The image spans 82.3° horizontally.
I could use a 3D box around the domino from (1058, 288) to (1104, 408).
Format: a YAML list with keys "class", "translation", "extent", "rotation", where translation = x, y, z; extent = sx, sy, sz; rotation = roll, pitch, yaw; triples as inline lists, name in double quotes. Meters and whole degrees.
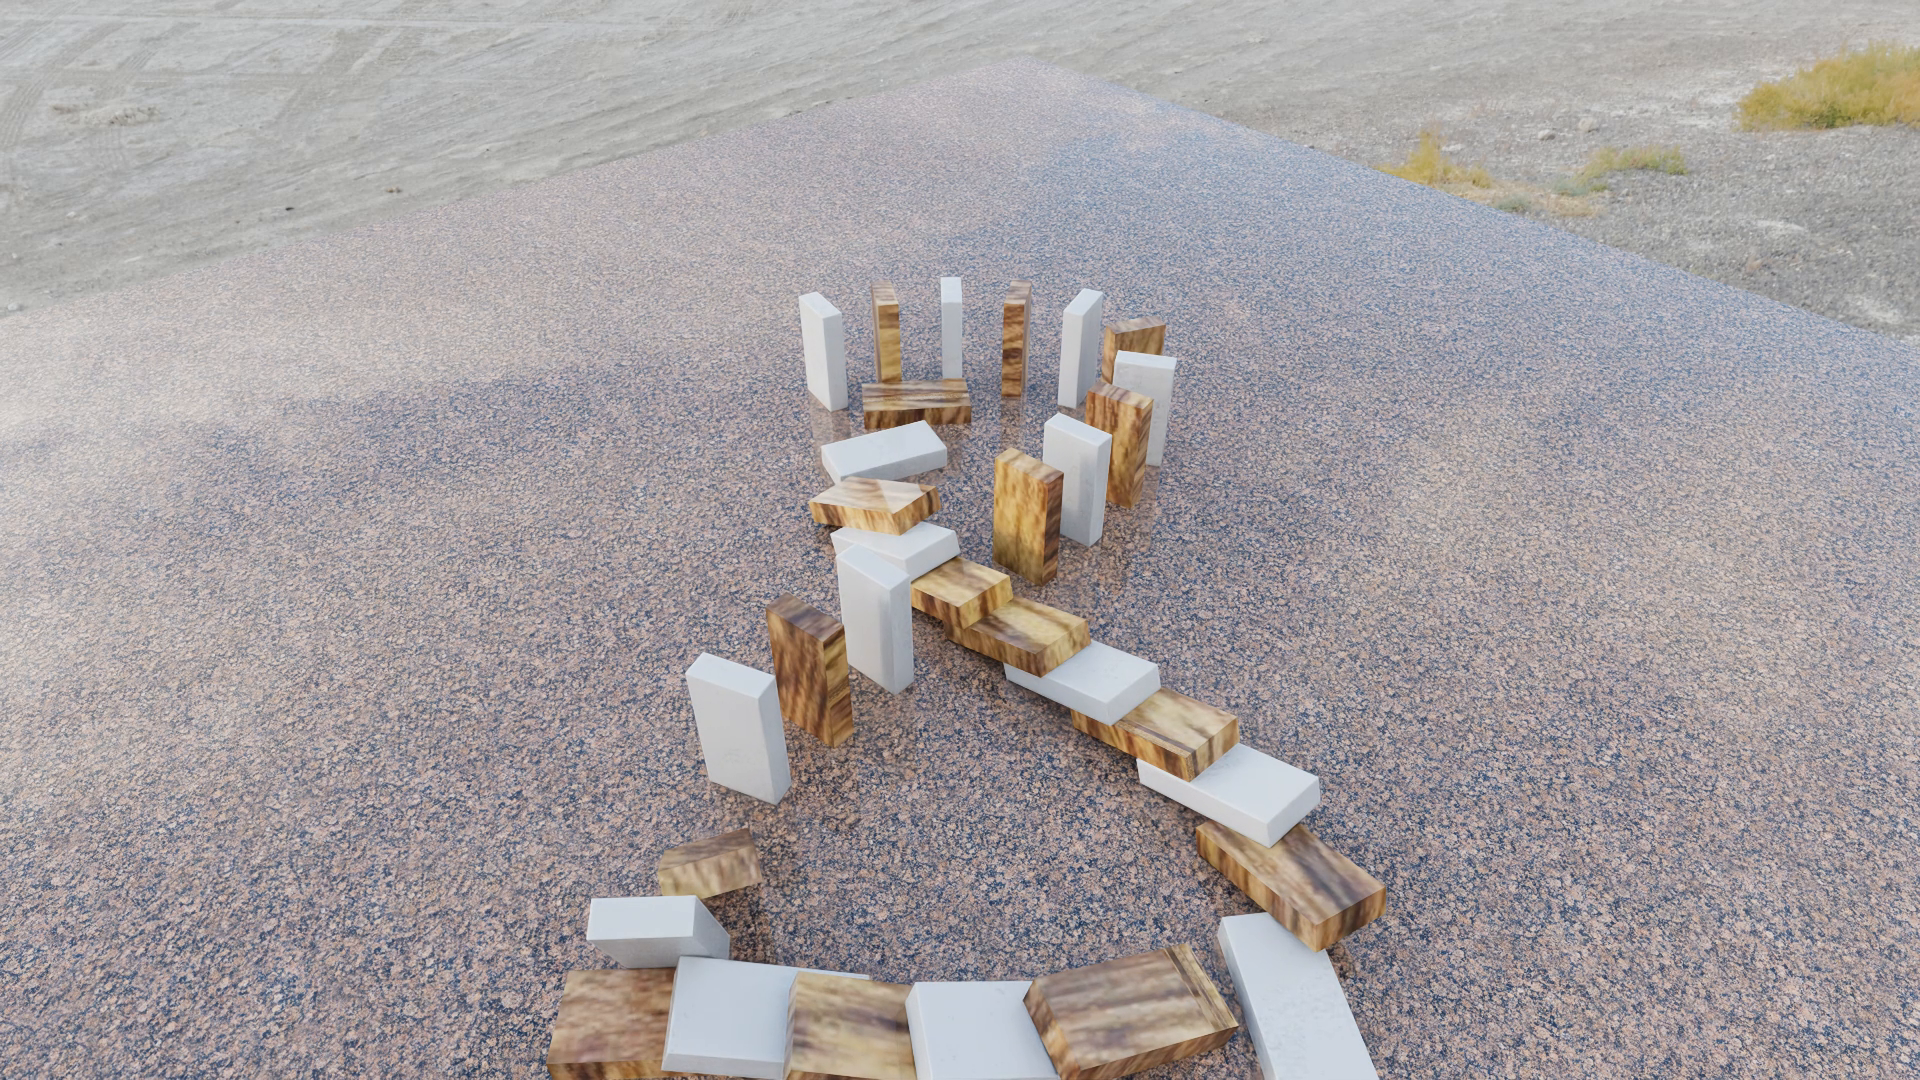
- class: "domino"
  translation: [0.057, -0.091, 0.522]
  extent: [0.010, 0.050, 0.025]
  rotation: [18, 43, 20]

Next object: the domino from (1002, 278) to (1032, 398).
- class: "domino"
  translation: [0.027, -0.097, 0.530]
  extent: [0.010, 0.050, 0.025]
  rotation: [7, 40, 9]

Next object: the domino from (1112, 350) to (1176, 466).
- class: "domino"
  translation: [0.079, -0.057, 0.481]
  extent: [0.025, 0.050, 0.010]
  rotation: [10, 40, 12]

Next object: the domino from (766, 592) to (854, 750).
- class: "domino"
  translation: [-0.049, 0.043, 0.359]
  extent: [0.025, 0.050, 0.010]
  rotation: [26, 46, 29]

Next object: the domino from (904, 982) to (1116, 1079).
- class: "domino"
  translation: [0.013, 0.126, 0.278]
  extent: [0.050, 0.009, 0.025]
  rotation: [8, 36, -20]

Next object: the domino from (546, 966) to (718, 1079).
- class: "domino"
  translation: [-0.079, 0.126, 0.289]
  extent: [0.050, 0.010, 0.025]
  rotation: [-1, 39, -2]

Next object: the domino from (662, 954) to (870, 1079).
- class: "domino"
  translation: [-0.049, 0.123, 0.281]
  extent: [0.050, 0.009, 0.025]
  rotation: [12, 38, -15]

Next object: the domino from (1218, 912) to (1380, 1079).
- class: "domino"
  translation: [0.089, 0.124, 0.292]
  extent: [0.025, 0.010, 0.050]
  rotation: [-4, 40, -5]

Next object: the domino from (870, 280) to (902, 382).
- class: "domino"
  translation: [-0.035, -0.096, 0.529]
  extent: [0.009, 0.050, 0.025]
  rotation: [-7, 40, -9]

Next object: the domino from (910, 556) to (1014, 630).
- class: "domino"
  translation: [-0.007, 0.016, 0.413]
  extent: [0.025, 0.010, 0.050]
  rotation: [-30, 32, -31]

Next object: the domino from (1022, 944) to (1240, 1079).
- class: "domino"
  translation: [0.044, 0.122, 0.283]
  extent: [0.050, 0.010, 0.025]
  rotation: [0, 36, -29]

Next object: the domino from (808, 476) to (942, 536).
- class: "domino"
  translation: [-0.035, -0.014, 0.445]
  extent: [0.050, 0.010, 0.025]
  rotation: [9, 33, 41]

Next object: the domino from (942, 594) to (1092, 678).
- class: "domino"
  translation: [0.019, 0.032, 0.392]
  extent: [0.025, 0.010, 0.050]
  rotation: [-30, 29, -31]

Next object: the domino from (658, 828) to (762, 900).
- class: "domino"
  translation: [-0.070, 0.091, 0.306]
  extent: [0.025, 0.050, 0.009]
  rotation: [-12, 84, -15]

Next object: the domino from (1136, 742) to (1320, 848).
- class: "domino"
  translation: [0.082, 0.074, 0.341]
  extent: [0.025, 0.009, 0.050]
  rotation: [-29, 29, -31]

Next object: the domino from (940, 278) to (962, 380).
- class: "domino"
  translation: [-0.004, -0.098, 0.531]
  extent: [0.009, 0.050, 0.025]
  rotation: [-1, 39, -1]

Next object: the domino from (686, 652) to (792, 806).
- class: "domino"
  translation: [-0.068, 0.059, 0.340]
  extent: [0.025, 0.050, 0.010]
  rotation: [15, 42, 18]

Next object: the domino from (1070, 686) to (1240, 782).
- class: "domino"
  translation: [0.063, 0.059, 0.359]
  extent: [0.025, 0.009, 0.050]
  rotation: [-29, 29, -31]

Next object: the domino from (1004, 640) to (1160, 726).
- class: "domino"
  translation: [0.041, 0.045, 0.376]
  extent: [0.025, 0.010, 0.050]
  rotation: [-30, 30, -31]

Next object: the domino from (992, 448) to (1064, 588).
- class: "domino"
  translation: [0.026, -0.008, 0.422]
  extent: [0.025, 0.050, 0.009]
  rotation: [29, 47, 31]

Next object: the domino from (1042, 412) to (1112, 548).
- class: "domino"
  translation: [0.046, -0.024, 0.440]
  extent: [0.025, 0.050, 0.009]
  rotation: [27, 47, 29]

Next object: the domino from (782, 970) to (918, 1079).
- class: "domino"
  translation: [-0.018, 0.126, 0.277]
  extent: [0.050, 0.009, 0.025]
  rotation: [13, 37, -14]

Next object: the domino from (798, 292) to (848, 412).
- class: "domino"
  translation: [-0.064, -0.088, 0.519]
  extent: [0.010, 0.050, 0.025]
  rotation: [-22, 44, -24]

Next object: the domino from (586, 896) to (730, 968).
- class: "domino"
  translation: [-0.077, 0.103, 0.285]
  extent: [0.025, 0.050, 0.009]
  rotation: [-1, 60, -2]

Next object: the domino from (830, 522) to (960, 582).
- class: "domino"
  translation: [-0.026, 0.001, 0.429]
  extent: [0.025, 0.009, 0.050]
  rotation: [-30, 29, -31]

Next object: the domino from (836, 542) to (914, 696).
- class: "domino"
  translation: [-0.029, 0.028, 0.378]
  extent: [0.025, 0.050, 0.010]
  rotation: [30, 48, 31]

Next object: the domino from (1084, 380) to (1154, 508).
- class: "domino"
  translation: [0.065, -0.039, 0.459]
  extent: [0.025, 0.050, 0.009]
  rotation: [23, 45, 26]

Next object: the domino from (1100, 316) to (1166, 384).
- class: "domino"
  translation: [0.078, -0.077, 0.505]
  extent: [0.025, 0.050, 0.010]
  rotation: [-13, 41, -16]

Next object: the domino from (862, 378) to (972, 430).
- class: "domino"
  translation: [-0.021, -0.065, 0.523]
  extent: [0.050, 0.010, 0.025]
  rotation: [-4, 39, -5]

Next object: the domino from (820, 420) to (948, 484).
- class: "domino"
  translation: [-0.034, -0.037, 0.489]
  extent: [0.050, 0.010, 0.025]
  rotation: [-16, 42, -19]

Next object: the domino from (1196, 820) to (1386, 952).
- class: "domino"
  translation: [0.094, 0.095, 0.316]
  extent: [0.025, 0.010, 0.050]
  rotation: [-19, 25, -21]
